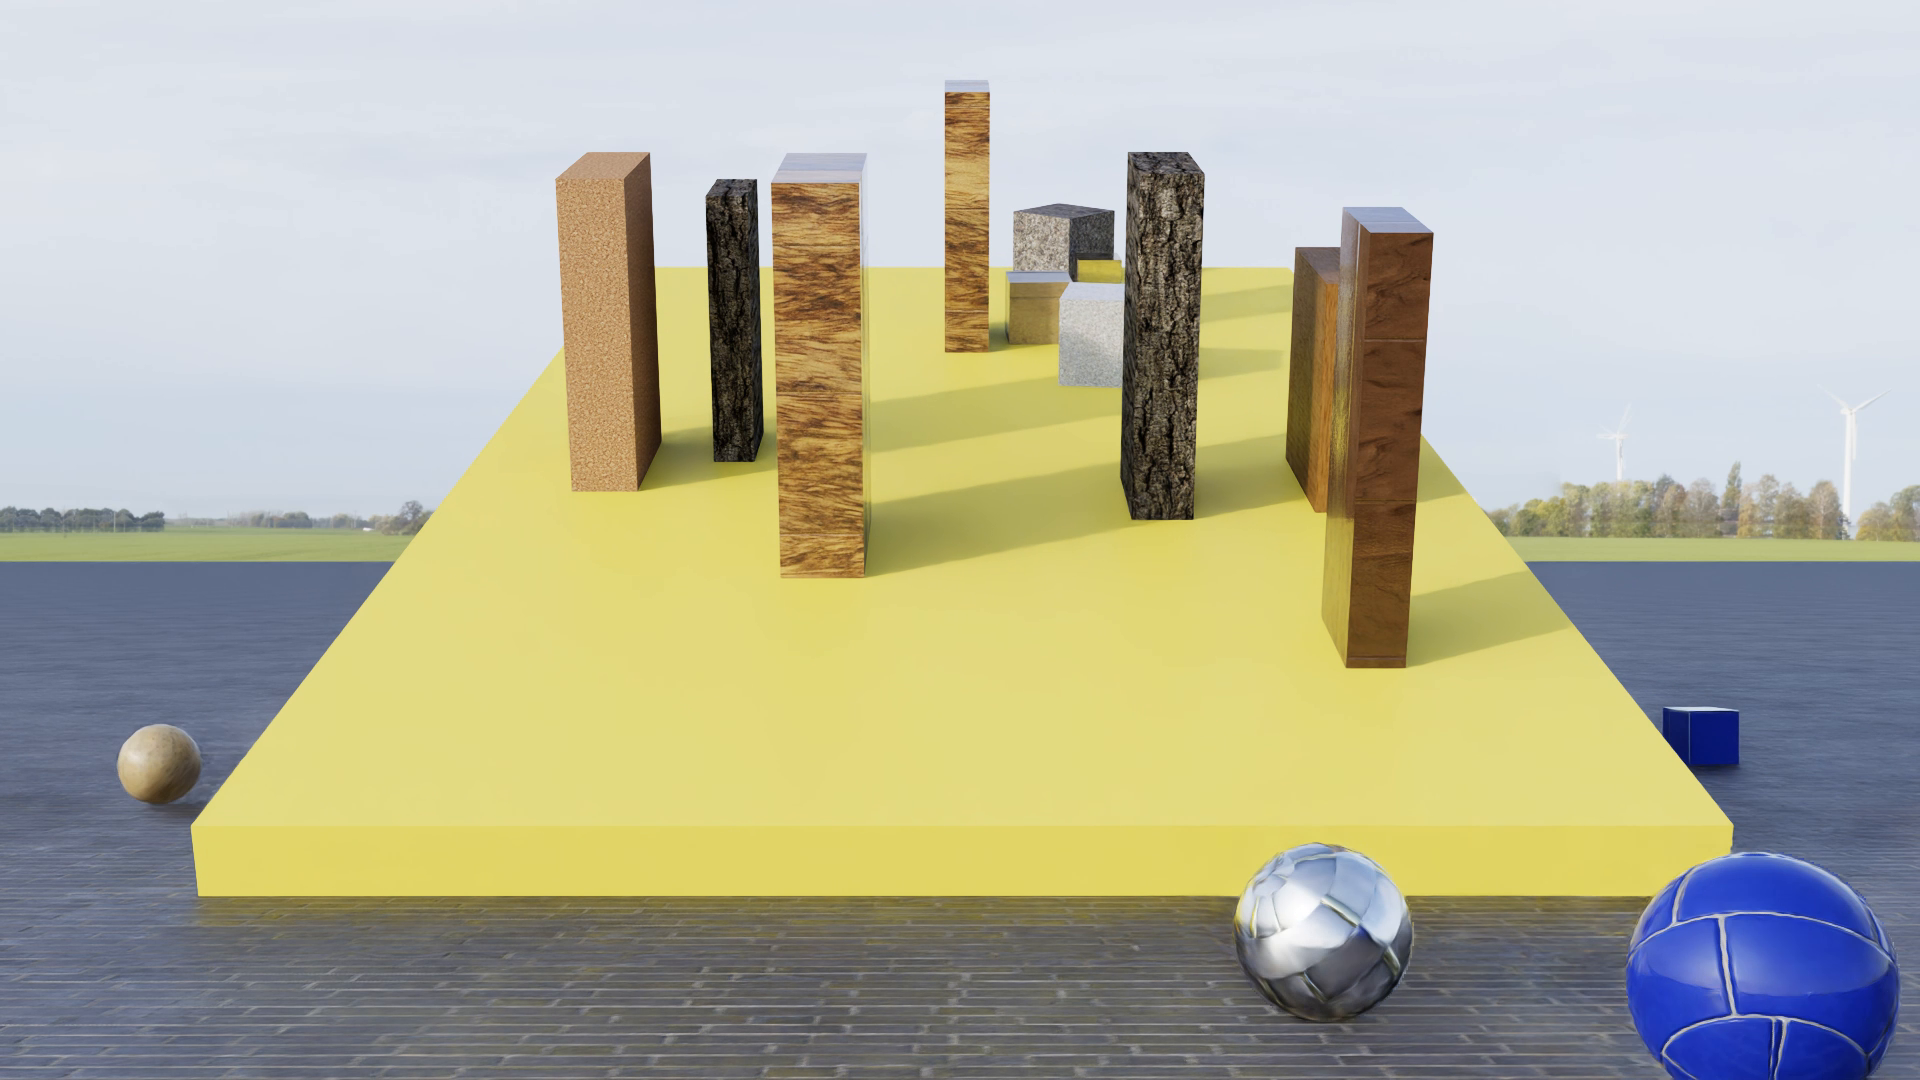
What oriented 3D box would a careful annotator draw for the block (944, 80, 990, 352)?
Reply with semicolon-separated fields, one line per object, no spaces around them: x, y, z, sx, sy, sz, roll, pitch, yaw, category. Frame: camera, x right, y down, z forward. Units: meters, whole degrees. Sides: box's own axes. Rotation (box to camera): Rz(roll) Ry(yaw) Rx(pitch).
0.017;-0.819;5.617;0.110;0.643;0.296;0;17;0;block

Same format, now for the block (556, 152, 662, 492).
-0.698;-0.445;4.467;0.129;0.612;0.386;0;17;0;block

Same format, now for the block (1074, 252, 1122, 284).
0.384;-0.733;6.221;0.119;0.119;0.119;-1;17;-3;block

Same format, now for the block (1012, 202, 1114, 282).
0.300;-0.848;6.441;0.208;0.208;0.208;15;23;39;block

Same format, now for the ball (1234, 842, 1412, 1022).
0.348;0.376;2.140;0.169;0.169;0.169;0;0;0;ball

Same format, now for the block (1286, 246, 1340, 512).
0.727;-0.321;4.365;0.102;0.441;0.395;0;17;0;block

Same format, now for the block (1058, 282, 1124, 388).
0.350;-0.487;5.286;0.207;0.207;0.207;3;18;9;block

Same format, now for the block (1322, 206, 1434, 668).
0.642;-0.160;3.454;0.092;0.676;0.242;0;17;0;block

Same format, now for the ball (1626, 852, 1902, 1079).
0.642;0.355;1.785;0.208;0.208;0.208;0;0;0;ball

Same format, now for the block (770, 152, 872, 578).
-0.239;-0.315;3.934;0.145;0.684;0.371;0;17;0;block

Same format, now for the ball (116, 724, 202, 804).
-1.433;0.402;3.989;0.143;0.143;0.143;0;0;0;ball

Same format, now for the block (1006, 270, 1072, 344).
0.201;-0.598;5.720;0.159;0.159;0.159;-1;17;-3;block

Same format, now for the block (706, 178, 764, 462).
-0.465;-0.458;4.619;0.084;0.547;0.241;0;17;0;block

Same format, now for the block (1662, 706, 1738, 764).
1.597;0.421;4.803;0.114;0.114;0.114;0;0;-10;block

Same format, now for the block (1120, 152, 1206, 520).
0.381;-0.393;4.242;0.116;0.649;0.304;0;17;0;block

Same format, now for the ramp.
-0.003;-0.178;4.811;2.000;0.100;4.000;0;17;0;ramp
